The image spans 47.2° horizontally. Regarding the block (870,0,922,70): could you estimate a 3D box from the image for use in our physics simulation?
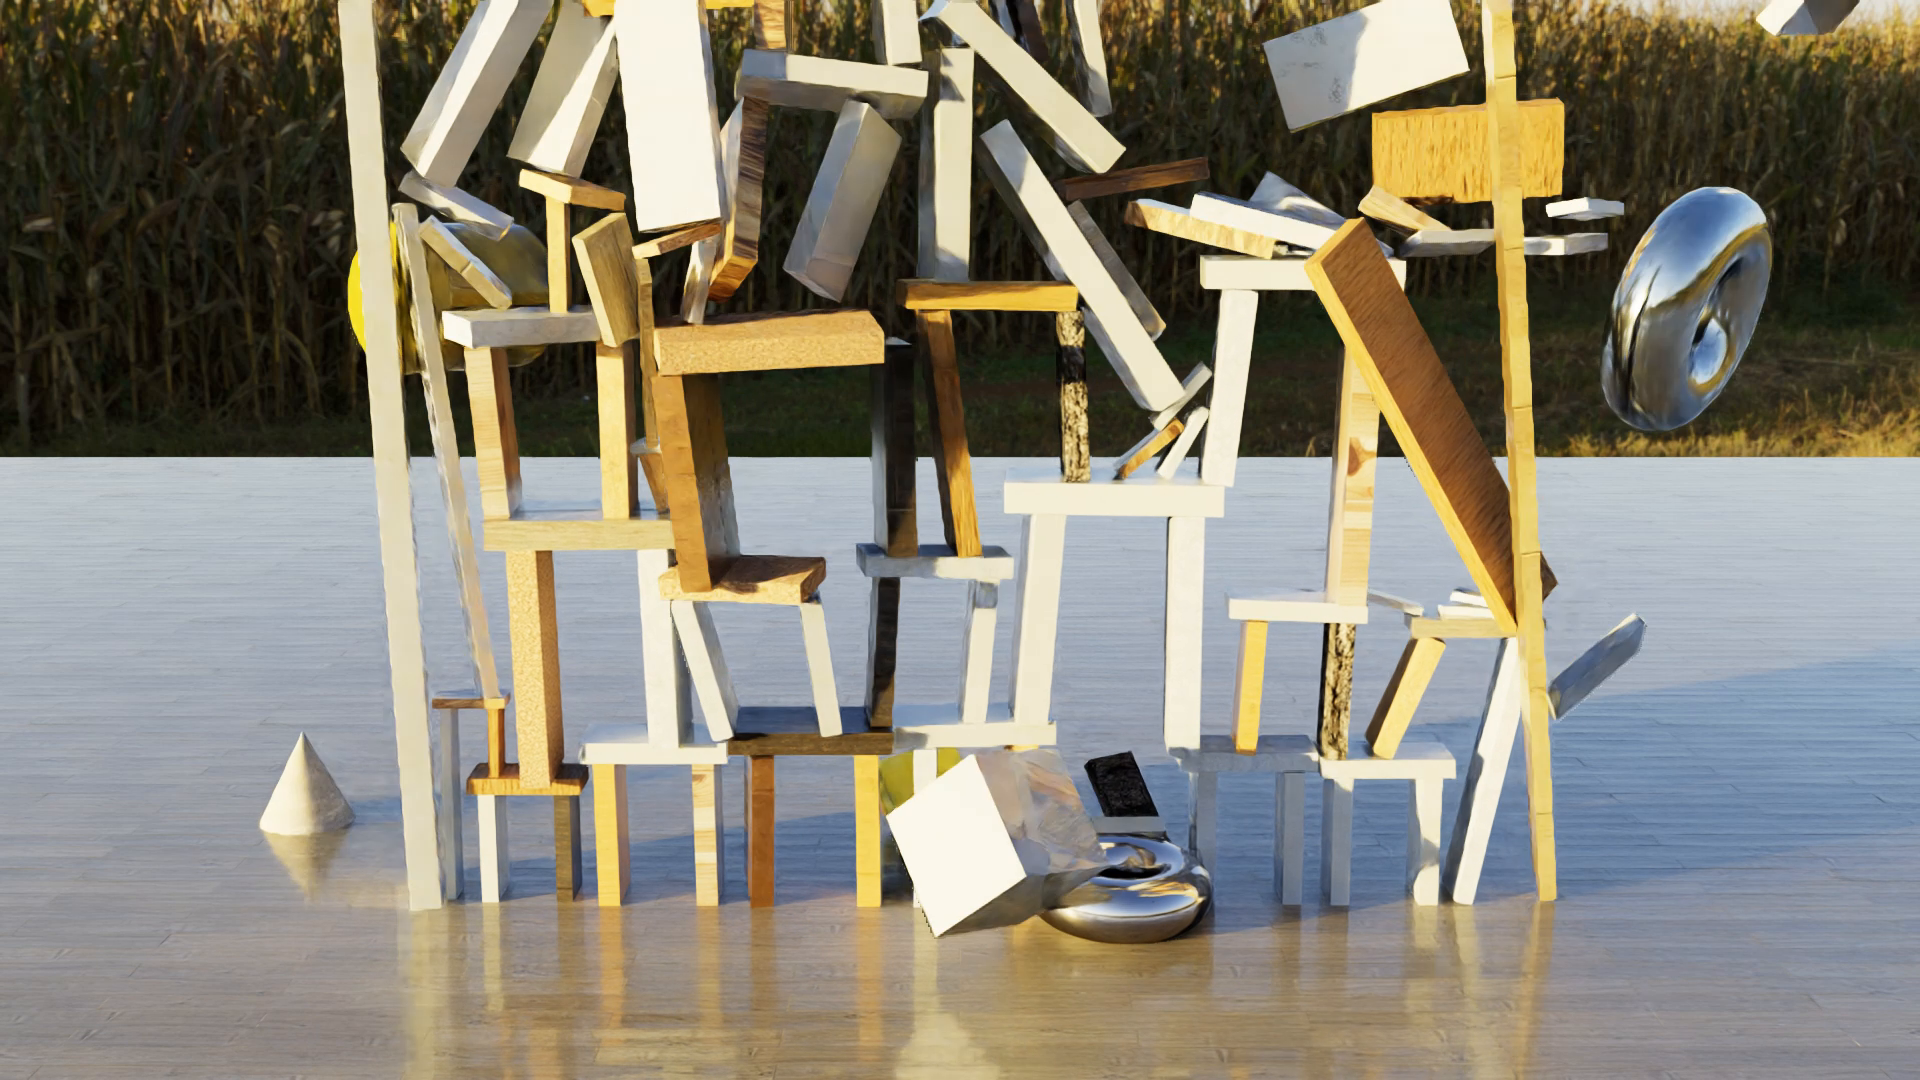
[{"bbox_3d":[-0.110,-0.872,3.398,0.045,0.316,0.158,-6,-2,-10],"label":"block"}]

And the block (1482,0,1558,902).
[{"bbox_3d":[0.840,-0.070,3.282,0.027,1.523,0.095,-7,31,8],"label":"block"}]

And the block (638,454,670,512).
[{"bbox_3d":[-0.484,-0.099,3.523,0.014,0.097,0.049,-13,14,20],"label":"block"}]

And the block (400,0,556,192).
[{"bbox_3d":[-0.749,-0.724,3.413,0.049,0.344,0.172,25,10,-34],"label":"block"}]

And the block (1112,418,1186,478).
[{"bbox_3d":[0.304,-0.150,3.554,0.127,0.018,0.063,-39,11,1],"label":"block"}]

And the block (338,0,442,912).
[{"bbox_3d":[-0.913,-0.154,3.532,0.049,1.511,0.172,-4,11,-12],"label":"block"}]

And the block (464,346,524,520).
[{"bbox_3d":[-0.741,-0.187,3.500,0.040,0.282,0.141,-4,14,-1],"label":"block"}]

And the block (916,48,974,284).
[{"bbox_3d":[-0.025,-0.587,3.456,0.050,0.354,0.177,-1,10,-11],"label":"block"}]

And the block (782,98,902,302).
[{"bbox_3d":[-0.180,-0.523,3.402,0.040,0.280,0.140,19,-4,23],"label":"block"}]

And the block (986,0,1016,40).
[{"bbox_3d":[0.058,-0.834,3.429,0.016,0.113,0.056,-20,9,-6],"label":"block"}]

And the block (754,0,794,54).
[{"bbox_3d":[-0.287,-0.896,3.344,0.045,0.316,0.158,-2,4,0],"label":"block"}]

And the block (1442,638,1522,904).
[{"bbox_3d":[0.871,0.368,3.625,0.029,0.456,0.104,11,10,-2],"label":"block"}]

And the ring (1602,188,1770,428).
[{"bbox_3d":[1.140,-0.360,3.449,0.132,0.397,0.397,27,24,33],"label":"ring"}]

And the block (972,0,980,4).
[{"bbox_3d":[-0.005,-0.881,3.411,0.016,0.113,0.056,-26,10,-5],"label":"block"}]

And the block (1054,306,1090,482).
[{"bbox_3d":[0.180,-0.237,3.537,0.038,0.269,0.135,-3,11,-1],"label":"block"}]

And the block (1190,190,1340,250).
[{"bbox_3d":[0.493,-0.503,3.482,0.247,0.035,0.123,16,15,8],"label":"block"}]

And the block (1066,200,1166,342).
[{"bbox_3d":[0.243,-0.427,3.546,0.035,0.246,0.123,-34,-3,-2],"label":"block"}]

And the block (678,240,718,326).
[{"bbox_3d":[-0.395,-0.390,3.314,0.017,0.123,0.062,8,11,-26],"label":"block"}]

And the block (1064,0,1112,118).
[{"bbox_3d":[0.201,-0.769,3.462,0.028,0.197,0.099,-12,15,-6],"label":"block"}]

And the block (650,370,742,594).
[{"bbox_3d":[-0.402,-0.108,3.368,0.047,0.341,0.167,-2,19,12],"label":"block"}]

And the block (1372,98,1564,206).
[{"bbox_3d":[0.837,-0.637,3.627,0.304,0.152,0.043,-4,25,3],"label":"block"}]

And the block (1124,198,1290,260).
[{"bbox_3d":[0.398,-0.501,3.533,0.246,0.035,0.123,17,15,16],"label":"block"}]

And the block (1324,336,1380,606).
[{"bbox_3d":[0.633,-0.155,3.530,0.044,0.501,0.154,2,10,0],"label":"block"}]

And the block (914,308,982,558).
[{"bbox_3d":[-0.020,-0.176,3.534,0.038,0.392,0.135,-9,11,-8],"label":"block"}]

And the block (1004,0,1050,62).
[{"bbox_3d":[0.088,-0.842,3.436,0.028,0.197,0.099,-19,12,-8],"label":"block"}]

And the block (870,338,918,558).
[{"bbox_3d":[-0.108,-0.151,3.521,0.047,0.334,0.167,-3,9,-9],"label":"block"}]

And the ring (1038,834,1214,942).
[{"bbox_3d":[0.256,0.560,3.552,0.305,0.102,0.305,2,13,0],"label":"ring"}]

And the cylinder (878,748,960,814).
[{"bbox_3d":[-0.067,0.447,3.967,0.141,0.141,0.141,-19,14,-10],"label":"cylinder"}]

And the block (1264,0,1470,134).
[{"bbox_3d":[0.674,-0.801,3.655,0.305,0.152,0.043,-17,0,12],"label":"block"}]

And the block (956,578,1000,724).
[{"bbox_3d":[0.029,0.169,3.611,0.034,0.239,0.119,4,10,-8],"label":"block"}]

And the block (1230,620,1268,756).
[{"bbox_3d":[0.473,0.231,3.598,0.031,0.221,0.110,4,11,1],"label":"block"}]

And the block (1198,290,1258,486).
[{"bbox_3d":[0.428,-0.251,3.521,0.044,0.308,0.154,6,11,0],"label":"block"}]

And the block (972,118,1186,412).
[{"bbox_3d":[0.185,-0.437,3.532,0.050,0.516,0.177,-34,8,-2],"label":"block"}]

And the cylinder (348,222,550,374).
[{"bbox_3d":[-0.847,-0.408,3.690,0.247,0.247,0.247,7,10,33],"label":"cylinder"}]

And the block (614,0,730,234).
[{"bbox_3d":[-0.428,-0.635,3.257,0.131,0.342,0.037,-7,-1,16],"label":"block"}]

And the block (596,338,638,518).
[{"bbox_3d":[-0.546,-0.188,3.508,0.040,0.282,0.141,-1,13,-2],"label":"block"}]

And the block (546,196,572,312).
[{"bbox_3d":[-0.625,-0.450,3.433,0.026,0.180,0.090,0,13,-4],"label":"block"}]

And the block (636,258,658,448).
[{"bbox_3d":[-0.478,-0.282,3.363,0.017,0.320,0.062,-5,44,-11],"label":"block"}]

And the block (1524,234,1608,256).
[{"bbox_3d":[1.004,-0.496,3.690,0.095,0.027,0.191,5,12,37],"label":"block"}]

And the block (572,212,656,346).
[{"bbox_3d":[-0.522,-0.393,3.326,0.026,0.180,0.090,14,40,37],"label":"block"}]

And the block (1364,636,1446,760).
[{"bbox_3d":[0.728,0.247,3.602,0.029,0.208,0.104,23,10,-4],"label":"block"}]

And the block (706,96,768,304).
[{"bbox_3d":[-0.341,-0.515,3.328,0.040,0.280,0.140,12,-26,-22],"label":"block"}]

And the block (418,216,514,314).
[{"bbox_3d":[-0.763,-0.427,3.402,0.024,0.171,0.085,-43,20,4],"label":"block"}]

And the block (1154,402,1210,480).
[{"bbox_3d":[0.358,-0.160,3.545,0.018,0.127,0.063,29,7,-9],"label":"block"}]

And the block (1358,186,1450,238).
[{"bbox_3d":[0.726,-0.526,3.600,0.141,0.020,0.071,29,-12,-1],"label":"block"}]

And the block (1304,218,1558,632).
[{"bbox_3d":[0.734,-0.168,3.395,0.123,0.704,0.035,-45,24,-29],"label":"block"}]

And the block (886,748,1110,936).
[{"bbox_3d":[0.058,0.464,3.390,0.205,0.205,0.205,3,-34,-49],"label":"block"}]

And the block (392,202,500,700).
[{"bbox_3d":[-0.822,-0.137,3.520,0.024,0.800,0.085,-12,14,-21],"label":"block"}]

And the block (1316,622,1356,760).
[{"bbox_3d":[0.615,0.235,3.598,0.031,0.228,0.110,2,10,-1],"label":"block"}]

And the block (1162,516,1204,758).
[{"bbox_3d":[0.365,0.142,3.601,0.049,0.396,0.173,1,10,2],"label":"block"}]

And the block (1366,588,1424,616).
[{"bbox_3d":[0.702,0.100,3.573,0.095,0.014,0.048,16,10,-3],"label":"block"}]

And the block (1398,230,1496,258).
[{"bbox_3d":[0.790,-0.480,3.558,0.141,0.020,0.071,-4,-10,-18],"label":"block"}]

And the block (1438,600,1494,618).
[{"bbox_3d":[0.829,0.112,3.572,0.095,0.014,0.048,4,11,23],"label":"block"}]

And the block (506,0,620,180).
[{"bbox_3d":[-0.605,-0.702,3.424,0.131,0.263,0.037,19,-2,35],"label":"block"}]

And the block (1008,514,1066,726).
[{"bbox_3d":[0.124,0.114,3.606,0.049,0.346,0.173,4,10,-5],"label":"block"}]
